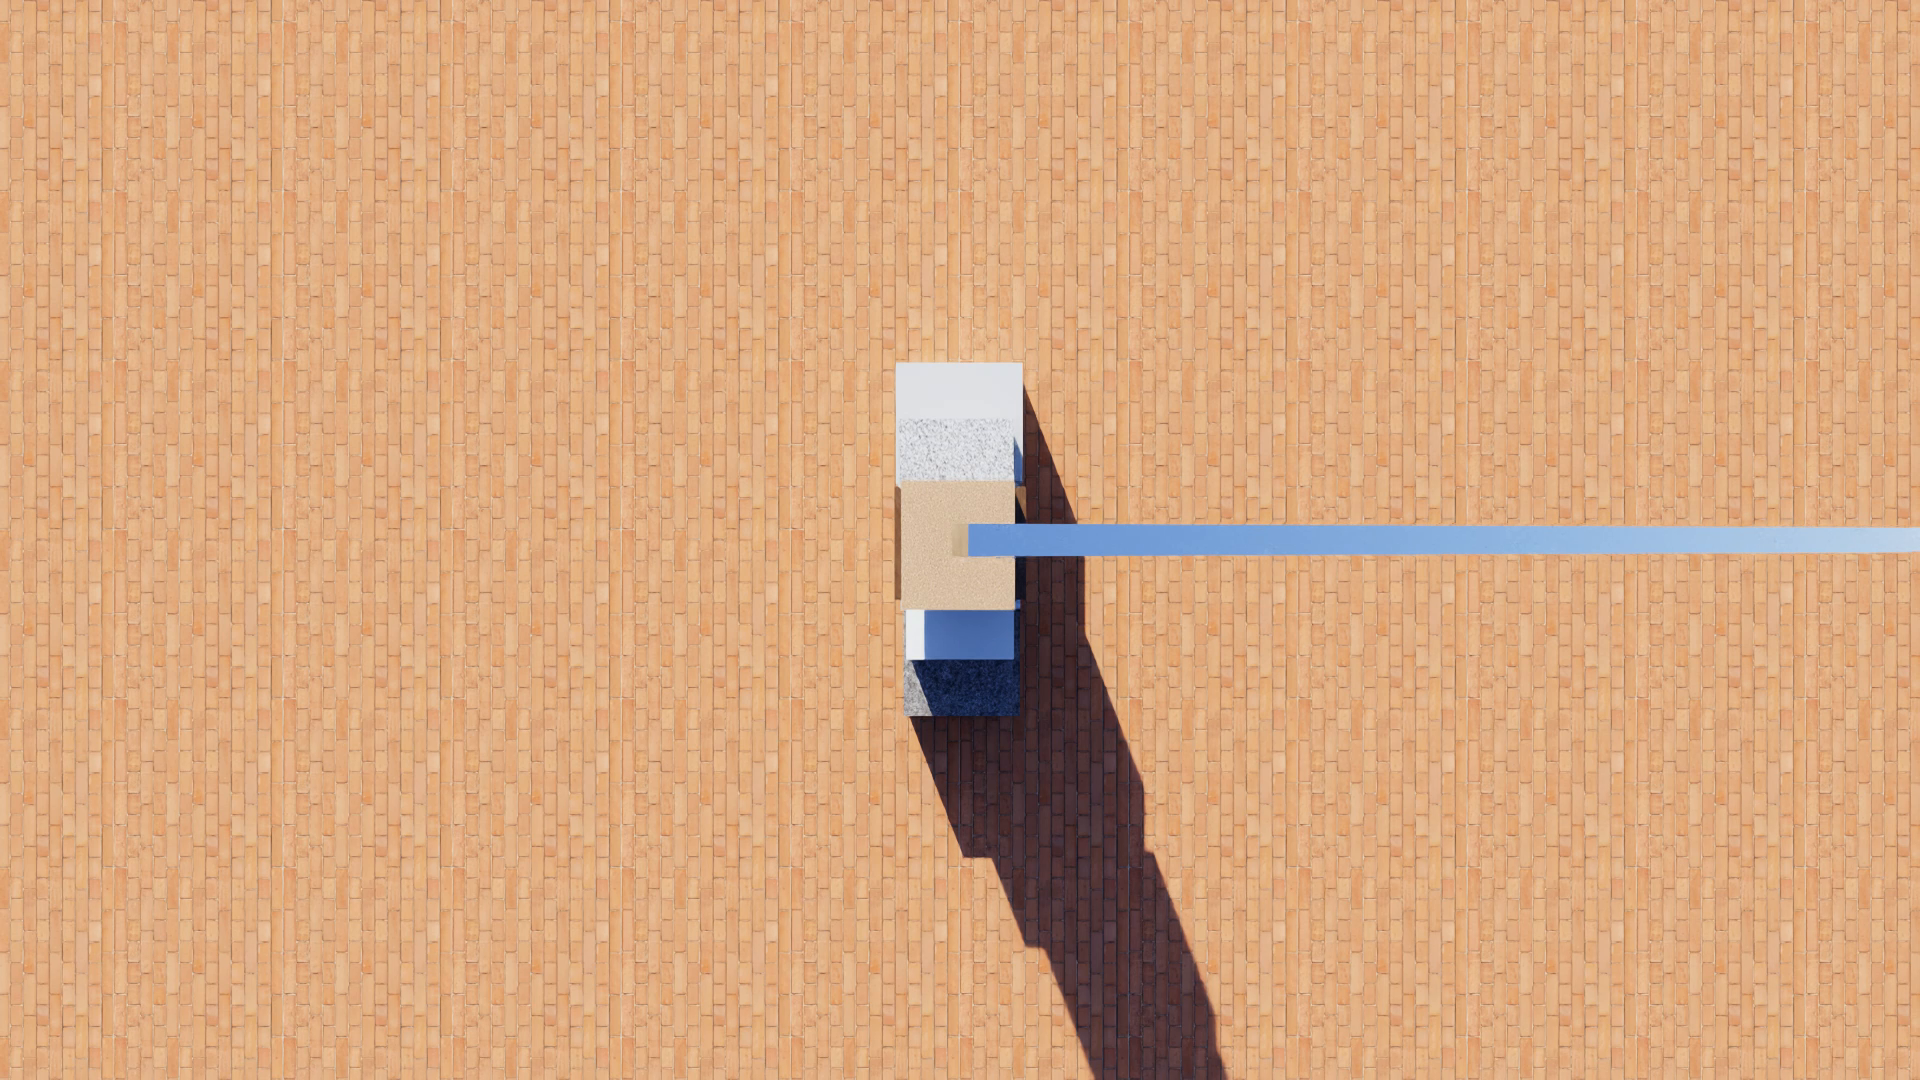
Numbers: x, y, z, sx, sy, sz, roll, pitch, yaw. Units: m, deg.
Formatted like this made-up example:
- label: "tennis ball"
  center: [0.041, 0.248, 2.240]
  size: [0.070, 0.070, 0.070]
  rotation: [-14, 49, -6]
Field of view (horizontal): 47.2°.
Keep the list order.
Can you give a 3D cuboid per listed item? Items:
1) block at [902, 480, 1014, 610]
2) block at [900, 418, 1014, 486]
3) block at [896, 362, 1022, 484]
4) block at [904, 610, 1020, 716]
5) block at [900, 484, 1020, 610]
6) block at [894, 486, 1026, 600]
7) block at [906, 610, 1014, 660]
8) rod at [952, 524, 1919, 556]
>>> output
- label: "block"
  center: [-0.009, 0.021, 10.615]
  size: [0.532, 0.655, 0.605]
  rotation: [0, 91, 0]
- label: "block"
  center: [-0.020, -0.313, 11.959]
  size: [0.603, 0.731, 0.660]
  rotation: [0, 91, 0]
- label: "block"
  center: [-0.004, -0.659, 12.662]
  size: [0.710, 0.675, 0.668]
  rotation: [0, 90, 0]
- label: "block"
  center: [0.009, 0.697, 12.705]
  size: [0.658, 0.591, 0.593]
  rotation: [0, 90, 0]
- label: "block"
  center: [0.004, 0.038, 12.708]
  size: [0.677, 0.584, 0.705]
  rotation: [0, 90, 0]
- label: "block"
  center: [0.001, 0.013, 11.270]
  size: [0.655, 0.655, 0.563]
  rotation: [0, 91, 0]
- label: "block"
  center: [0.001, 0.333, 12.118]
  size: [0.579, 0.584, 0.625]
  rotation: [0, 90, 0]
- label: "rod"
  center: [2.234, 0.000, 6.700]
  size: [5.200, 0.080, 0.080]
  rotation: [0, 90, -31]
